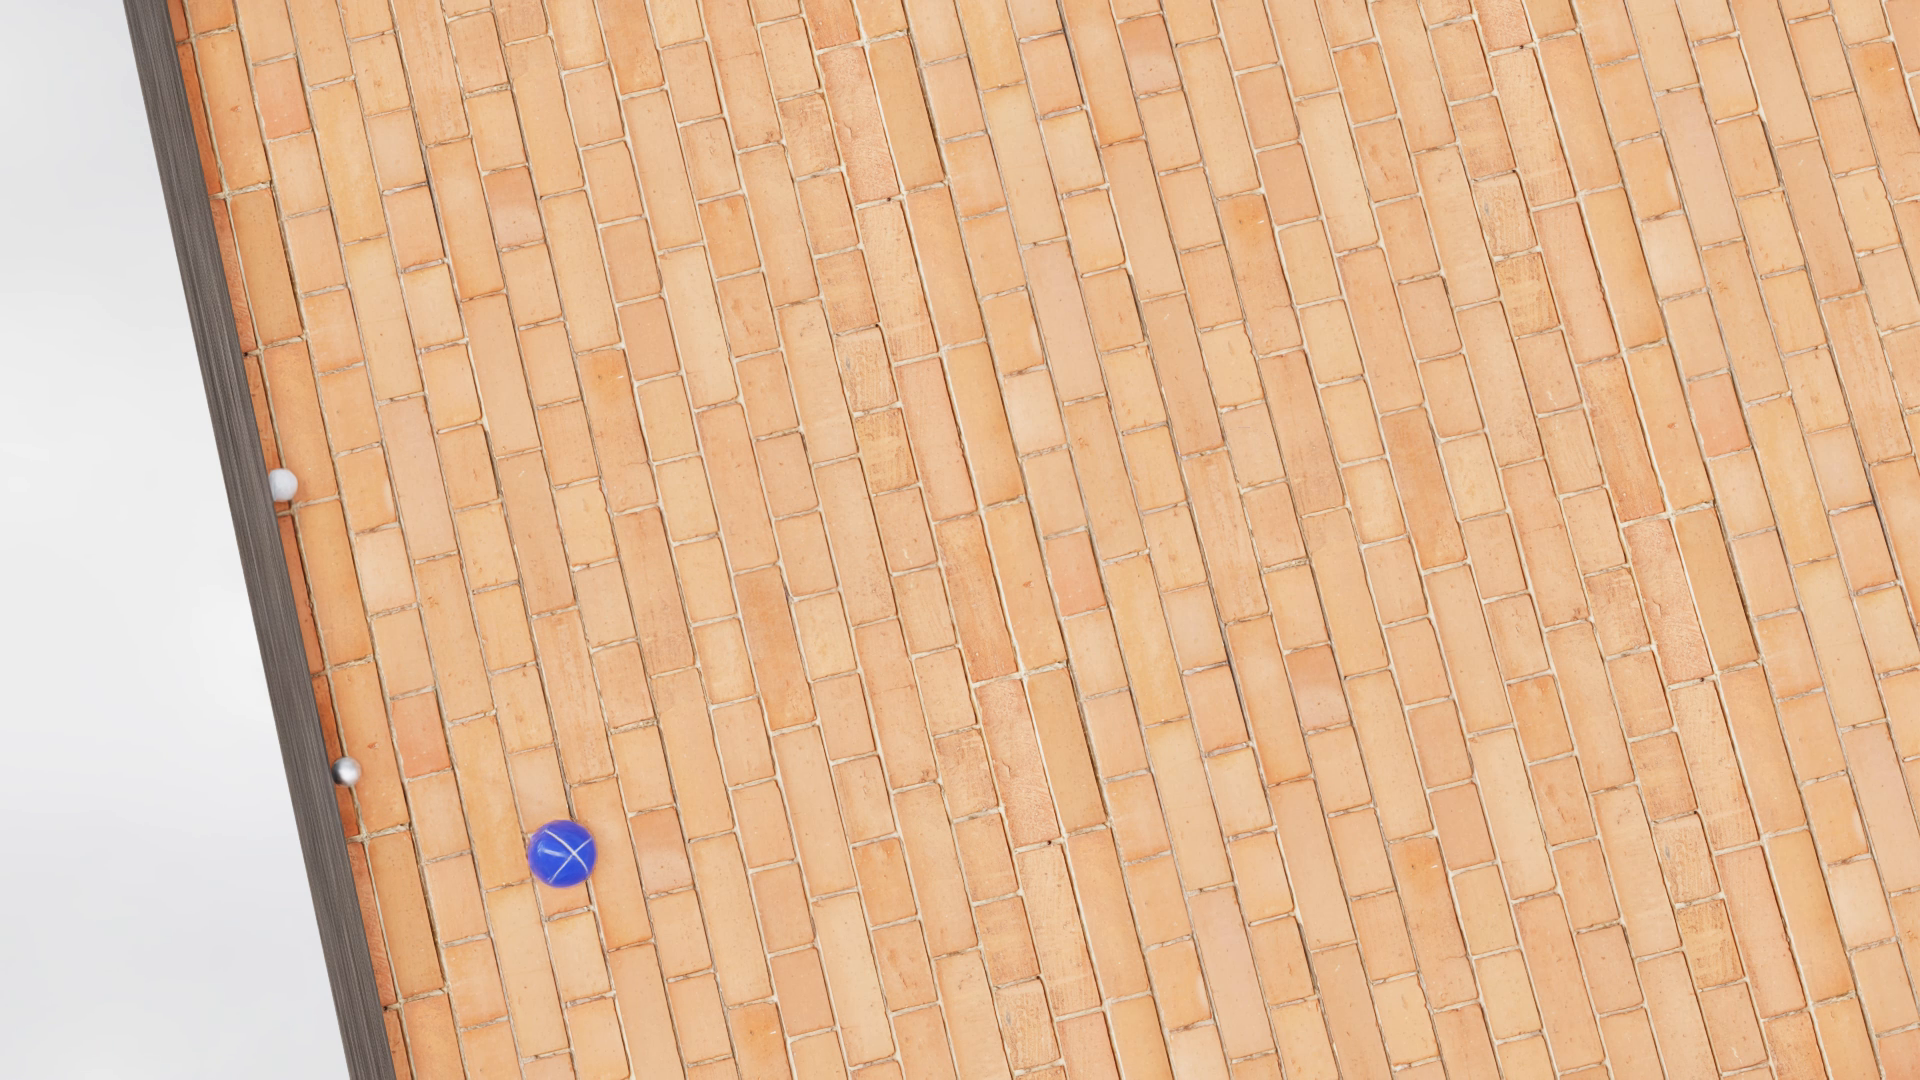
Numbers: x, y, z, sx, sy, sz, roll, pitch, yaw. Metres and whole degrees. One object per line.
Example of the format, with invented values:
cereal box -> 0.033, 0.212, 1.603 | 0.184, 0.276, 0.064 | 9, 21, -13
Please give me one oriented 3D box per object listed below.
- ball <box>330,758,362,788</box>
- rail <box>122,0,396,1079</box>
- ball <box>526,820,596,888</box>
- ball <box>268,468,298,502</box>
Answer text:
ball -> -0.901, 0.342, 3.229 | 0.044, 0.044, 0.044 | 0, 83, 0
rail -> -0.961, 0.231, 3.198 | 0.045, 0.129, 2.299 | -14, 84, -2
ball -> -0.578, 0.455, 3.188 | 0.099, 0.099, 0.099 | 0, 83, 0
ball -> -1.012, -0.081, 3.274 | 0.050, 0.050, 0.050 | 0, 83, 0
